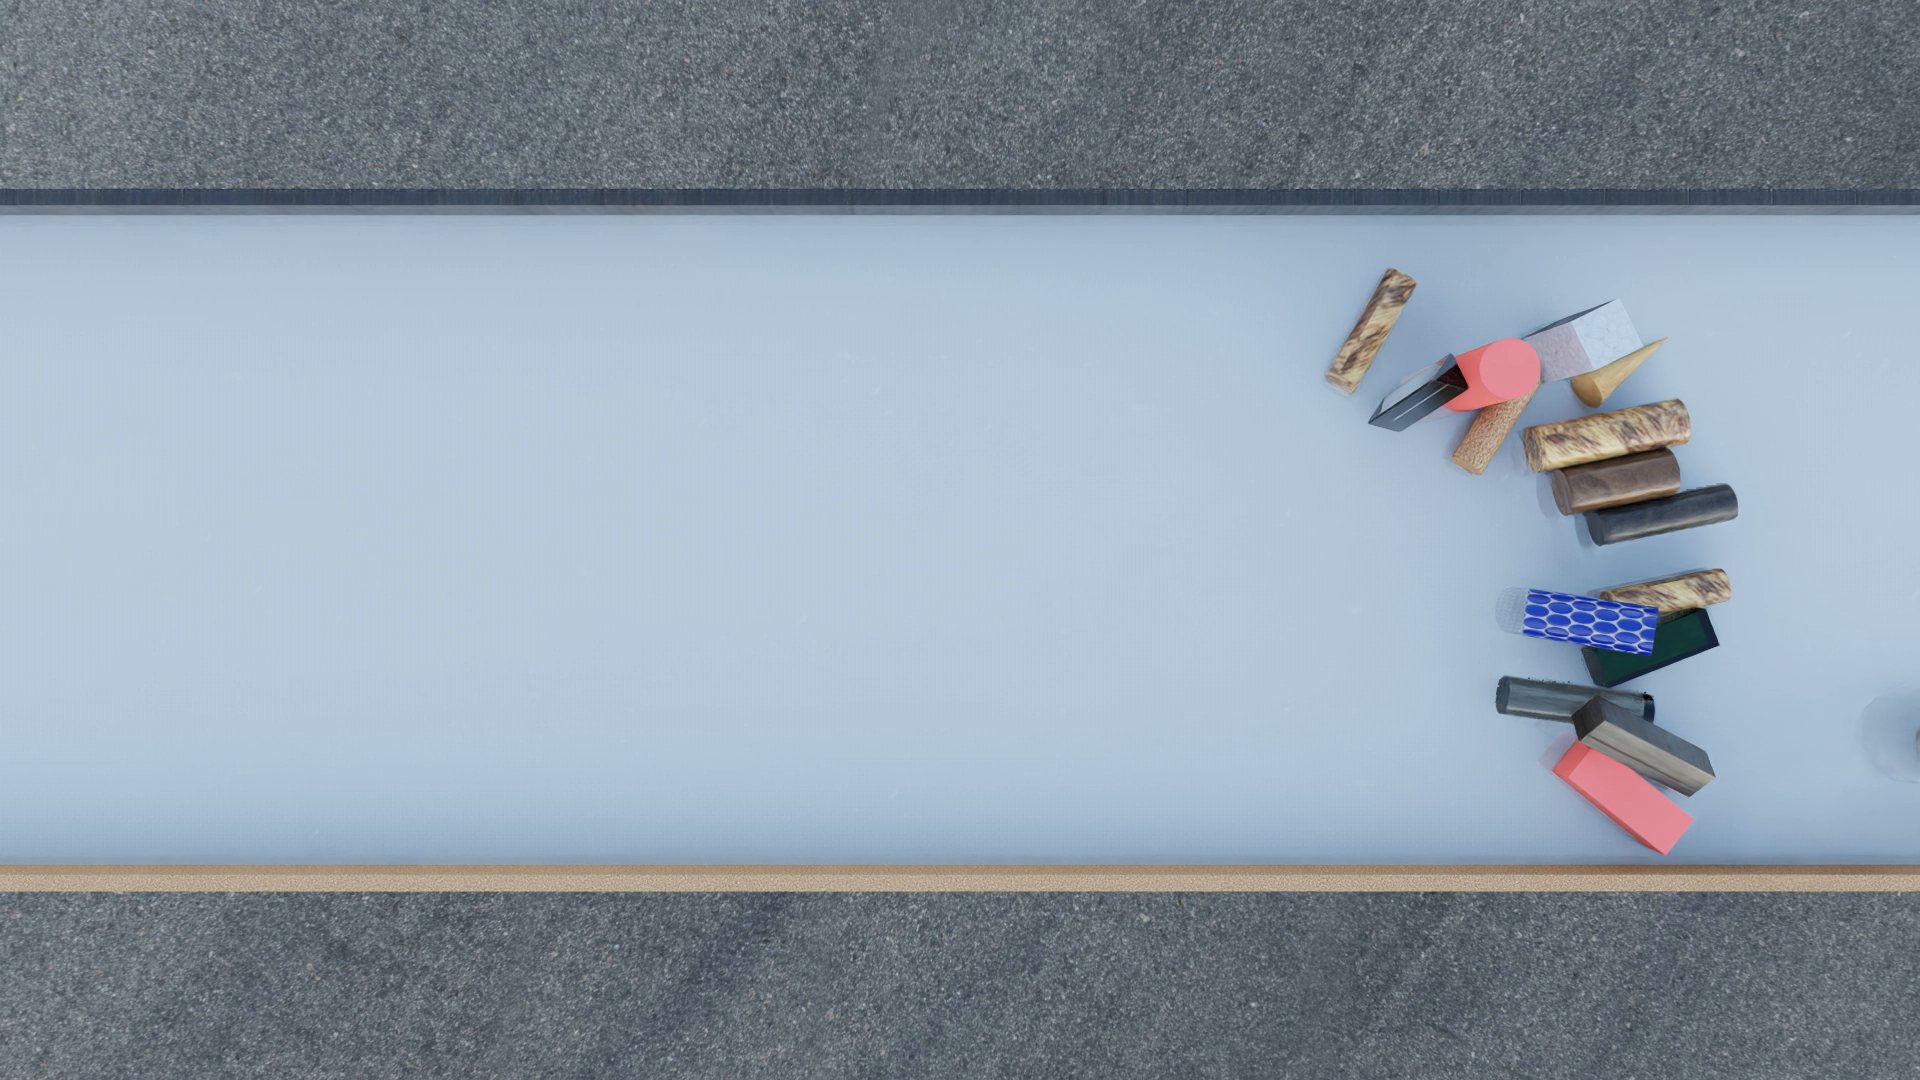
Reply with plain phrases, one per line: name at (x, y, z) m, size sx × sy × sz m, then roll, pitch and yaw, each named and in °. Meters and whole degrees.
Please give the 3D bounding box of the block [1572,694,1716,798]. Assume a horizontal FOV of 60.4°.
block at (2.051, 0.620, 4.949) m, size 0.432 × 0.107 × 0.107 m, roll 26°, pitch 127°, yaw -15°

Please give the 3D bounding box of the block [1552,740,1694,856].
block at (2.010, 0.774, 5.008) m, size 0.374 × 0.138 × 0.138 m, roll 39°, pitch 90°, yaw 0°

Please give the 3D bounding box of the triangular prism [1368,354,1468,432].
triangular prism at (1.359, -0.442, 4.905) m, size 0.115 × 0.344 × 0.099 m, roll 12°, pitch 69°, yaw -16°

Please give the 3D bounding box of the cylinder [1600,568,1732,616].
cylinder at (2.147, 0.172, 5.024) m, size 0.359 × 0.105 × 0.105 m, roll -11°, pitch 90°, yaw 0°

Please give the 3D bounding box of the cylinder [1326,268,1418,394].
cylinder at (1.253, -0.636, 5.026) m, size 0.100 × 0.100 × 0.380 m, roll 30°, pitch 90°, yaw 0°

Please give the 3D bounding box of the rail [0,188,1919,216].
rail at (-2.247, -1.025, 5.002) m, size 12.000 × 0.150 × 0.050 m, roll 0°, pitch 90°, yaw 0°

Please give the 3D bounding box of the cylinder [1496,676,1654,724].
cylinder at (1.869, 0.499, 5.017) m, size 0.442 × 0.119 × 0.119 m, roll 7°, pitch 90°, yaw 0°

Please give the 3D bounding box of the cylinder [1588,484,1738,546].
cylinder at (2.138, -0.075, 5.021) m, size 0.414 × 0.112 × 0.112 m, roll -11°, pitch 90°, yaw 0°

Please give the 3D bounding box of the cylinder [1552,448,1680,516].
cylinder at (1.989, -0.176, 5.004) m, size 0.334 × 0.145 × 0.145 m, roll -11°, pitch 90°, yaw 0°

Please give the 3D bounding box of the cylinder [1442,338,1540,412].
cylinder at (1.542, -0.480, 4.848) m, size 0.172 × 0.456 × 0.172 m, roll 0°, pitch 90°, yaw 0°

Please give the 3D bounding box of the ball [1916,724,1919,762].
ball at (3.029, 0.615, 4.921) m, size 0.311 × 0.311 × 0.311 m, roll 0°, pitch 90°, yaw 0°

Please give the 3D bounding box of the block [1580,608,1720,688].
block at (2.097, 0.326, 5.017) m, size 0.357 × 0.118 × 0.118 m, roll -21°, pitch 90°, yaw 0°

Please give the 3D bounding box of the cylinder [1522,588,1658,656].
cylinder at (1.886, 0.245, 4.940) m, size 0.363 × 0.147 × 0.147 m, roll 9°, pitch 90°, yaw 22°

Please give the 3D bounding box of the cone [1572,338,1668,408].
cone at (2.046, -0.540, 5.046) m, size 0.333 × 0.123 × 0.123 m, roll -32°, pitch 90°, yaw -10°

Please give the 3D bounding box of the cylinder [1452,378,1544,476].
cylinder at (1.636, -0.367, 5.024) m, size 0.105 × 0.105 × 0.340 m, roll 33°, pitch 90°, yaw 0°

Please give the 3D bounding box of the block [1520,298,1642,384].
block at (1.816, -0.578, 4.850) m, size 0.152 × 0.452 × 0.152 m, roll -26°, pitch 90°, yaw 0°

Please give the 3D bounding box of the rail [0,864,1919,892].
rail at (-2.247, 1.025, 5.001) m, size 12.000 × 0.150 × 0.050 m, roll 0°, pitch 90°, yaw 0°

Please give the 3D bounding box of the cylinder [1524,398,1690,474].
cylinder at (1.961, -0.316, 5.006) m, size 0.455 × 0.142 × 0.142 m, roll -11°, pitch 90°, yaw 0°
